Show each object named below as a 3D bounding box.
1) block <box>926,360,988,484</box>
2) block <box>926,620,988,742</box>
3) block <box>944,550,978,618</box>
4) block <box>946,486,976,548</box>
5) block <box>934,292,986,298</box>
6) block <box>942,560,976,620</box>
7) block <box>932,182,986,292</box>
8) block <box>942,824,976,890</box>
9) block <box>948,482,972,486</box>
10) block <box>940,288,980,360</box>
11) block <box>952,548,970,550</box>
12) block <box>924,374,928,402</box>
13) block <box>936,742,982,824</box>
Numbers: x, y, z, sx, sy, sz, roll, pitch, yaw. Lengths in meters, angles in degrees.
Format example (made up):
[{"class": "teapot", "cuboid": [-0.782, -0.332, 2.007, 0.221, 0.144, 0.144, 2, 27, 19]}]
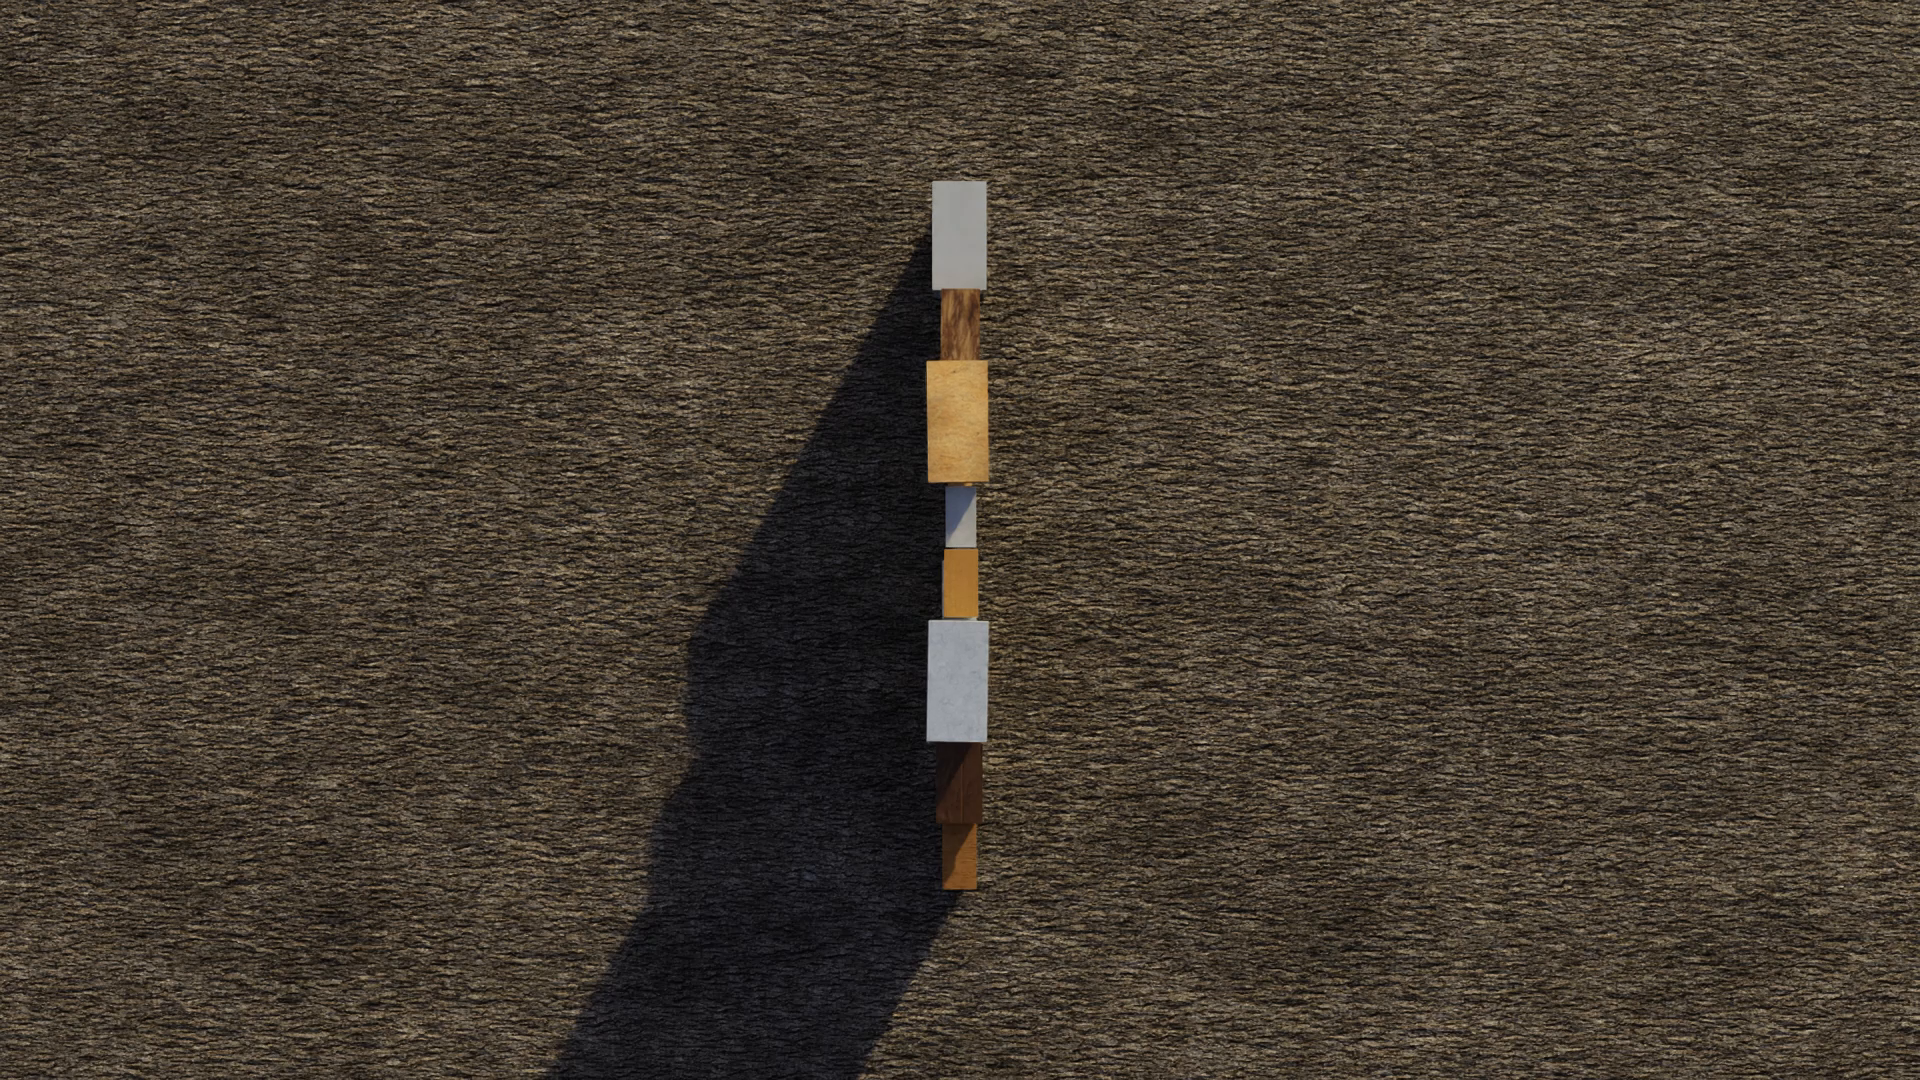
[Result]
[{"class": "block", "cuboid": [-0.007, -0.348, 4.866, 0.178, 0.050, 0.356, -1, 90, 0]}, {"class": "block", "cuboid": [-0.007, 0.415, 4.869, 0.177, 0.050, 0.355, 1, 90, 0]}, {"class": "block", "cuboid": [0.004, 0.131, 5.029, 0.103, 0.029, 0.206, 0, 90, 0]}, {"class": "block", "cuboid": [0.003, -0.072, 5.117, 0.095, 0.027, 0.190, 0, 90, 0]}, {"class": "block", "cuboid": [-0.002, -0.831, 5.331, 0.169, 0.338, 0.048, 0, 90, 0]}, {"class": "block", "cuboid": [-0.002, 0.175, 5.265, 0.110, 0.031, 0.220, 0, 90, 0]}, {"class": "block", "cuboid": [-0.002, -0.944, 5.139, 0.169, 0.048, 0.337, 0, 90, 0]}, {"class": "block", "cuboid": [-0.001, 1.003, 5.266, 0.109, 0.031, 0.219, 0, 90, 0]}, {"class": "block", "cuboid": [-0.001, -0.135, 5.331, 0.079, 0.022, 0.158, 0, 90, 0]}, {"class": "block", "cuboid": [0.001, -0.650, 5.062, 0.118, 0.034, 0.237, 0, 90, 0]}, {"class": "block", "cuboid": [0.002, 0.004, 5.380, 0.056, 0.016, 0.112, 0, 90, 0]}, {"class": "block", "cuboid": [-0.019, -0.471, 5.103, 0.178, 0.423, 0.050, -1, 90, 0]}, {"class": "block", "cuboid": [-0.002, 0.744, 5.190, 0.145, 0.041, 0.290, 0, 90, 0]}]
